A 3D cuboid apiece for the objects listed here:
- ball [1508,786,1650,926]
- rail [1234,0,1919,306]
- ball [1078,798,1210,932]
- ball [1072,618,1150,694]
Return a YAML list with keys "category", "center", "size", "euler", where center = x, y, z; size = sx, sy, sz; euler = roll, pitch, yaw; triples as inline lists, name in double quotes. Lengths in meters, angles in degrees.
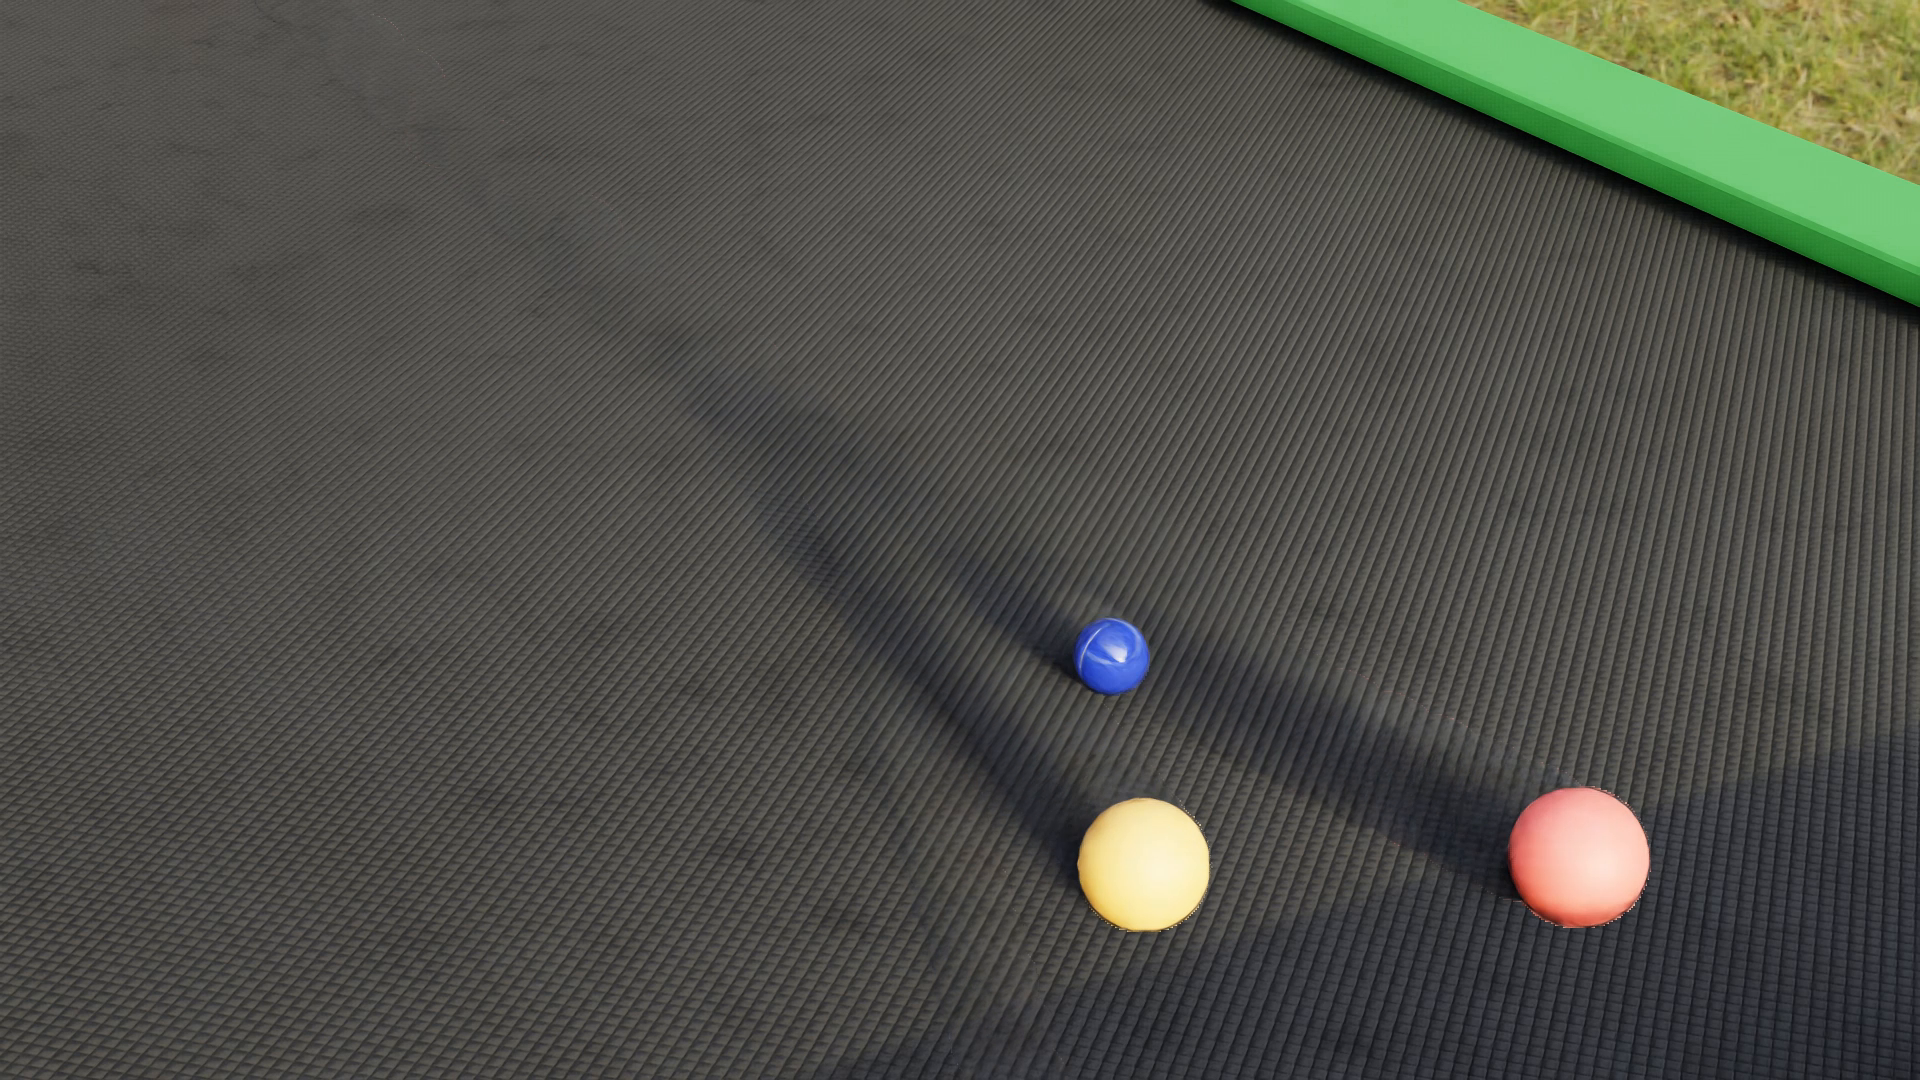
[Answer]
- category: "ball"
  center: [0.348, 0.178, 1.654]
  size: [0.078, 0.078, 0.078]
  euler: [0, 26, 0]
- category: "rail"
  center: [0.421, -0.556, 3.131]
  size: [0.045, 0.102, 3.529]
  euler: [-13, 29, -25]
- category: "ball"
  center: [0.103, 0.182, 1.651]
  size: [0.074, 0.074, 0.074]
  euler: [0, 26, 0]
- category: "ball"
  center: [0.097, 0.075, 1.900]
  size: [0.049, 0.049, 0.049]
  euler: [0, 26, 0]
